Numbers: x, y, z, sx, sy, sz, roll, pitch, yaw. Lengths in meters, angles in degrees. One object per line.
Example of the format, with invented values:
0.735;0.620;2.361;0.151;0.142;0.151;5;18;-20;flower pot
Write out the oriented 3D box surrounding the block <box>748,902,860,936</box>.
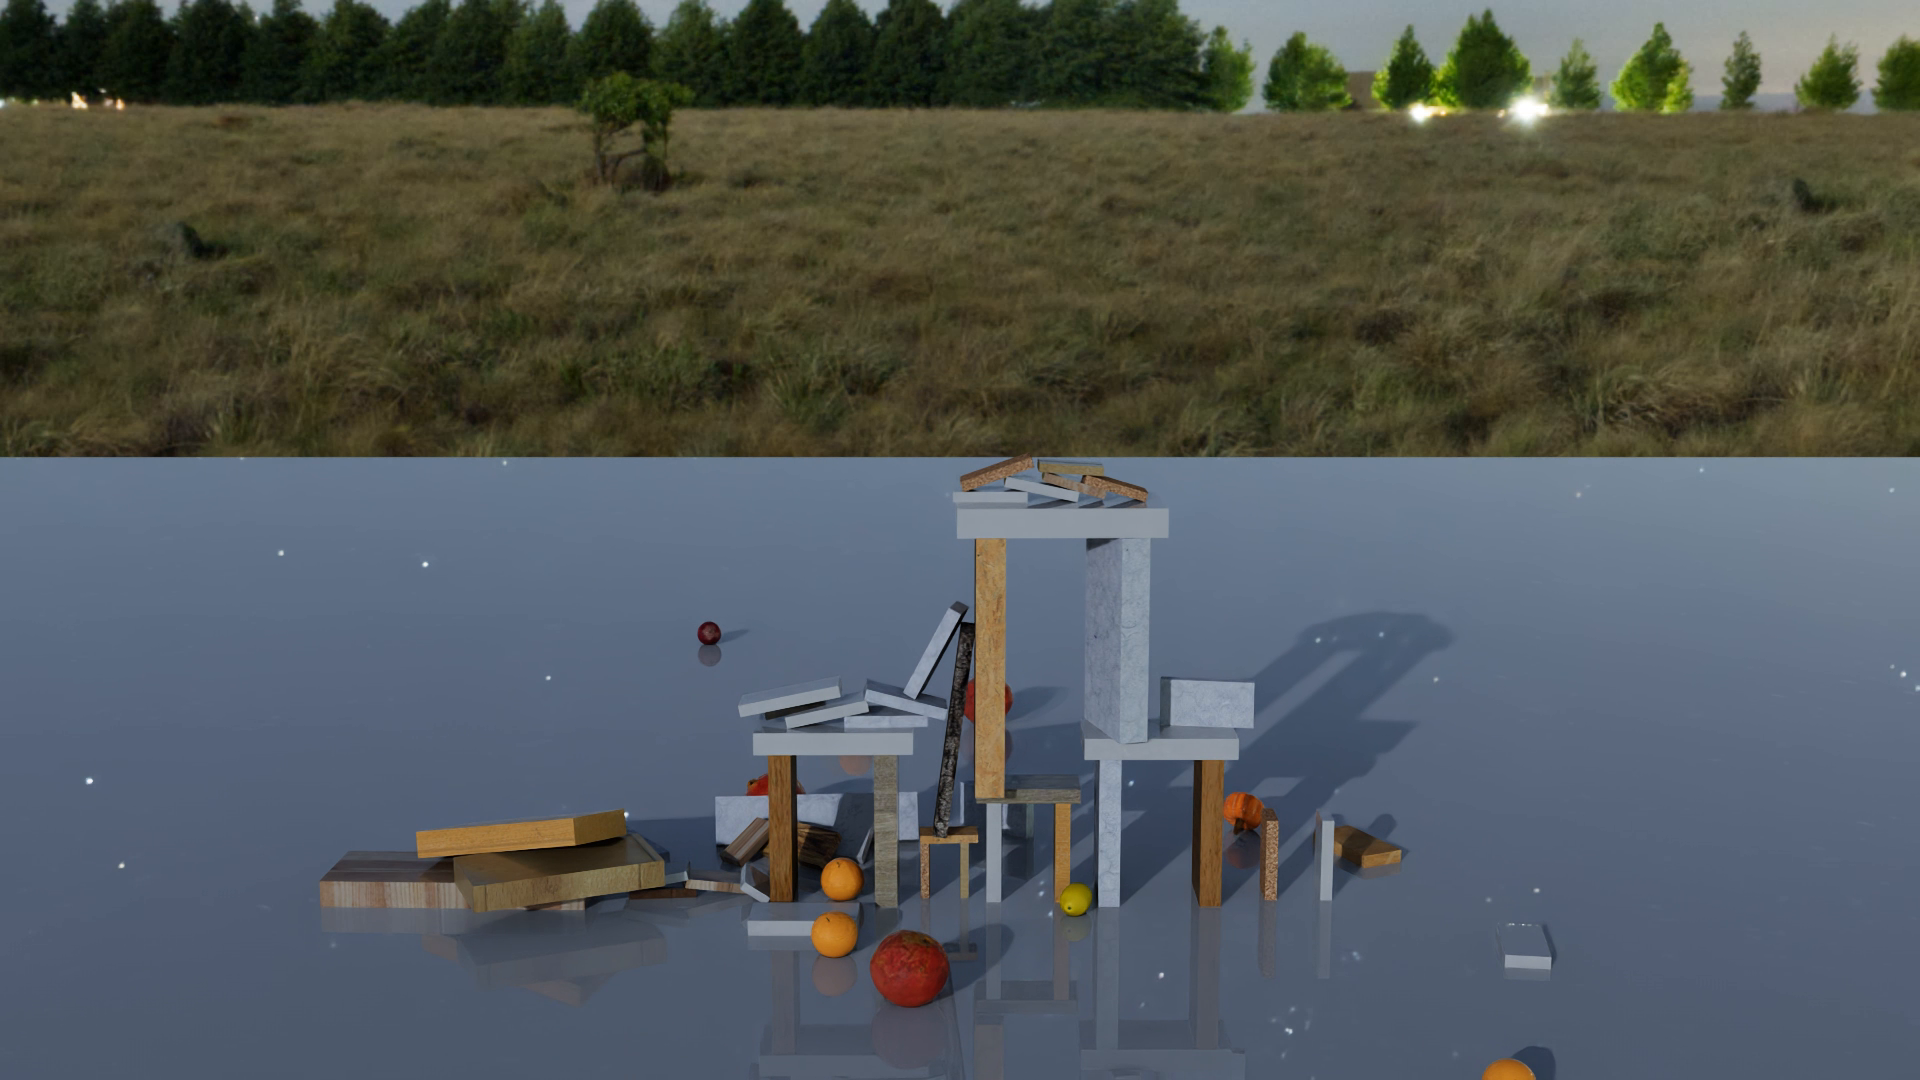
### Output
-0.249;0.606;3.516;0.172;0.024;0.086;0;11;1;block

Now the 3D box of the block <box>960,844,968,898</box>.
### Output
0.007;0.543;3.662;0.014;0.095;0.048;0;11;-1;block

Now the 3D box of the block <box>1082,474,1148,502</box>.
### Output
0.250;-0.087;3.548;0.103;0.015;0.052;16;10;-4;block

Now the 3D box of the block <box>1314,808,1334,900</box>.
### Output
0.605;0.522;3.658;0.019;0.137;0.068;0;11;0;block

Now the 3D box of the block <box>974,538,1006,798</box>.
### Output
0.048;0.192;3.589;0.047;0.424;0.167;0;11;0;block

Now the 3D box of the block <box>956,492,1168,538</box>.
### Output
0.161;-0.041;3.551;0.334;0.047;0.167;0;11;-1;block

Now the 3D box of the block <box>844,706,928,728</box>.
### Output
-0.122;0.290;3.617;0.136;0.019;0.068;0;11;-2;block

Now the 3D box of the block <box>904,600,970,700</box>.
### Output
-0.039;0.180;3.610;0.023;0.161;0.081;29;11;5;block

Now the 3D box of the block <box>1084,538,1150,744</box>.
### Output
0.255;0.147;3.580;0.047;0.334;0.167;-3;11;-16;block

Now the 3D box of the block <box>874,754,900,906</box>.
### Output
-0.121;0.463;3.647;0.037;0.258;0.129;0;11;0;block

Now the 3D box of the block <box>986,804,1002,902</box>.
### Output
0.056;0.506;3.655;0.024;0.170;0.085;0;11;0;block

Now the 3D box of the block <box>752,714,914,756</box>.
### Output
-0.206;0.318;3.618;0.258;0.037;0.129;0;11;-1;block

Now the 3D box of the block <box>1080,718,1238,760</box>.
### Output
0.326;0.328;3.620;0.249;0.035;0.125;0;11;0;block

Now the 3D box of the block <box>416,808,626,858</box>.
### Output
-0.733;0.490;3.674;0.310;0.044;0.155;-8;-4;23;block

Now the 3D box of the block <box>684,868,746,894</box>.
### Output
-0.406;0.570;3.679;0.111;0.016;0.055;8;10;-14;block

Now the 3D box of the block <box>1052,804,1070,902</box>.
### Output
0.169;0.507;3.653;0.024;0.170;0.085;0;11;0;block

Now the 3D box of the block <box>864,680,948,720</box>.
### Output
-0.090;0.262;3.606;0.136;0.019;0.068;15;10;-6;block

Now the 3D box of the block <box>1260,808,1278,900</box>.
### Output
0.514;0.522;3.658;0.019;0.137;0.068;0;11;0;block

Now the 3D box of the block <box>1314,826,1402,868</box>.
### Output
0.700;0.540;3.878;0.077;0.022;0.154;-5;12;-25;block

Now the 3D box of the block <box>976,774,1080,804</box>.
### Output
0.112;0.411;3.634;0.170;0.024;0.085;0;11;0;block

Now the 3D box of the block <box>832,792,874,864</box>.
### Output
-0.186;0.505;3.865;0.069;0.020;0.138;3;46;16;block

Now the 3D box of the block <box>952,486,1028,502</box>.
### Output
0.049;-0.074;3.551;0.120;0.017;0.060;0;11;0;block

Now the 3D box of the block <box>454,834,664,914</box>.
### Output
-0.653;0.540;3.579;0.310;0.044;0.155;-5;11;-24;block

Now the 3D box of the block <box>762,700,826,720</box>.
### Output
-0.275;0.272;3.612;0.101;0.014;0.050;-14;11;-11;block

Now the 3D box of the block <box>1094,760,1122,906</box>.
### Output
0.244;0.468;3.646;0.035;0.249;0.125;0;11;0;block

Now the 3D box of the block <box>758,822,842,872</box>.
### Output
-0.278;0.529;3.827;0.138;0.020;0.069;8;56;35;block

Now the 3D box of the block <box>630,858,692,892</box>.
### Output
-0.505;0.558;3.657;0.111;0.016;0.055;-11;14;1;block

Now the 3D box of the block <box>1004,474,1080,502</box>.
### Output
0.131;-0.086;3.549;0.120;0.017;0.060;12;10;-2;block

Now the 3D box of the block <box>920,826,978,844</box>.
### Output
-0.019;0.490;3.651;0.095;0.014;0.048;-1;11;-3;block

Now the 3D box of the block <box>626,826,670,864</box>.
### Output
-0.586;0.543;3.857;0.086;0.024;0.172;-7;13;-33;block

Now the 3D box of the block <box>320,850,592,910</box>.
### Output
-0.828;0.567;3.671;0.436;0.044;0.155;0;11;2;block

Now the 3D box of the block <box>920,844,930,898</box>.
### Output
-0.058;0.543;3.661;0.014;0.095;0.048;0;11;1;block

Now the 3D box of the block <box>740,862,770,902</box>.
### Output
-0.340;0.571;3.658;0.050;0.014;0.101;34;6;-9;block

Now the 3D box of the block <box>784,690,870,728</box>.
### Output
-0.218;0.278;3.607;0.136;0.019;0.068;-12;11;0;block

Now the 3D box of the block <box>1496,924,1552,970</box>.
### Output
0.872;0.629;3.407;0.068;0.019;0.137;1;11;8;block

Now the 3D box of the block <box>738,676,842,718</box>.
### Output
-0.277;0.256;3.605;0.166;0.020;0.069;-12;11;2;block

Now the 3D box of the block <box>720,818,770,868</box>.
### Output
-0.368;0.527;3.840;0.050;0.014;0.101;10;43;42;block

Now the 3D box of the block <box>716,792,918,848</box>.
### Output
-0.255;0.498;3.924;0.359;0.086;0.024;-1;-18;-5;block

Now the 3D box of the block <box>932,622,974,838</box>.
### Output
-0.010;0.312;3.618;0.023;0.347;0.081;8;10;-1;block

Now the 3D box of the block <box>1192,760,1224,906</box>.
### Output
0.410;0.468;3.646;0.035;0.249;0.125;0;11;0;block

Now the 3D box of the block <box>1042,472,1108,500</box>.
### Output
0.184;-0.091;3.545;0.103;0.015;0.052;16;10;-3;block

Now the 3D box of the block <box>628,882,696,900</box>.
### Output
-0.496;0.582;3.672;0.111;0.016;0.055;-1;11;-6;block

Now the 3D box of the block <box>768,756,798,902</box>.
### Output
-0.293;0.463;3.647;0.037;0.258;0.129;0;11;0;block

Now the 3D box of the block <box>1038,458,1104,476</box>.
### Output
0.178;-0.117;3.540;0.104;0.015;0.052;4;11;-2;block

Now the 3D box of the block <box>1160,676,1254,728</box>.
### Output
0.408;0.268;3.633;0.154;0.077;0.022;2;11;9;block

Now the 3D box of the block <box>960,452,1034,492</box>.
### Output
0.059;-0.110;3.543;0.120;0.017;0.060;-19;10;3;block

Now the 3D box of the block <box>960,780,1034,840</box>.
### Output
0.067;0.489;4.000;0.154;0.077;0.022;9;14;39;block
